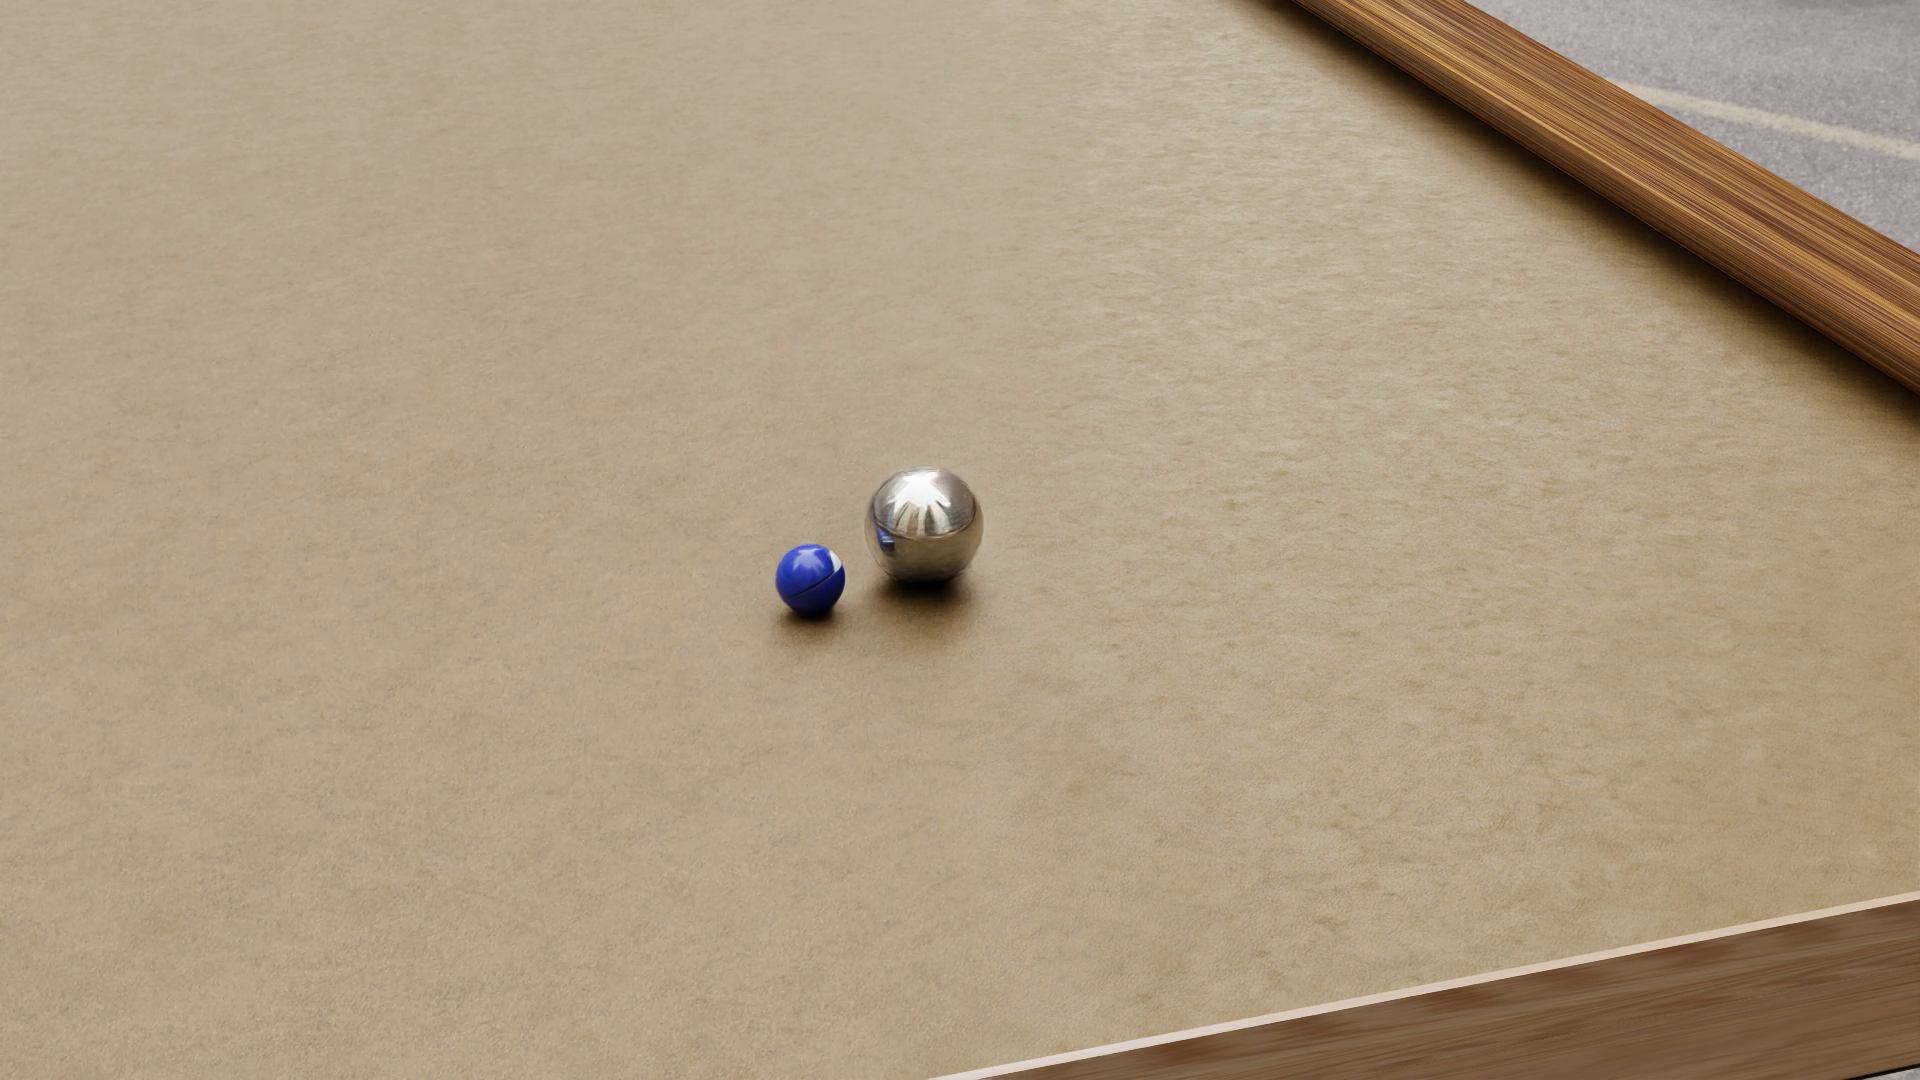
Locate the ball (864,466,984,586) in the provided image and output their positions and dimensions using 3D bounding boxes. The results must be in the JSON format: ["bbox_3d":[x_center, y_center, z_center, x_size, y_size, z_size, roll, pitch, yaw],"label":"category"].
[{"bbox_3d":[-0.025,-0.009,2.024,0.083,0.083,0.083,0,26,0],"label":"ball"}]

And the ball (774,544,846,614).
[{"bbox_3d":[-0.101,0.027,1.990,0.048,0.048,0.048,0,26,0],"label":"ball"}]

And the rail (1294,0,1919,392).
[{"bbox_3d":[0.550,-0.423,2.860,0.045,0.108,2.833,-8,27,-16],"label":"rail"}]

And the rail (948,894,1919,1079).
[{"bbox_3d":[0.209,0.254,1.442,1.655,0.108,0.045,-8,27,-16],"label":"rail"}]
